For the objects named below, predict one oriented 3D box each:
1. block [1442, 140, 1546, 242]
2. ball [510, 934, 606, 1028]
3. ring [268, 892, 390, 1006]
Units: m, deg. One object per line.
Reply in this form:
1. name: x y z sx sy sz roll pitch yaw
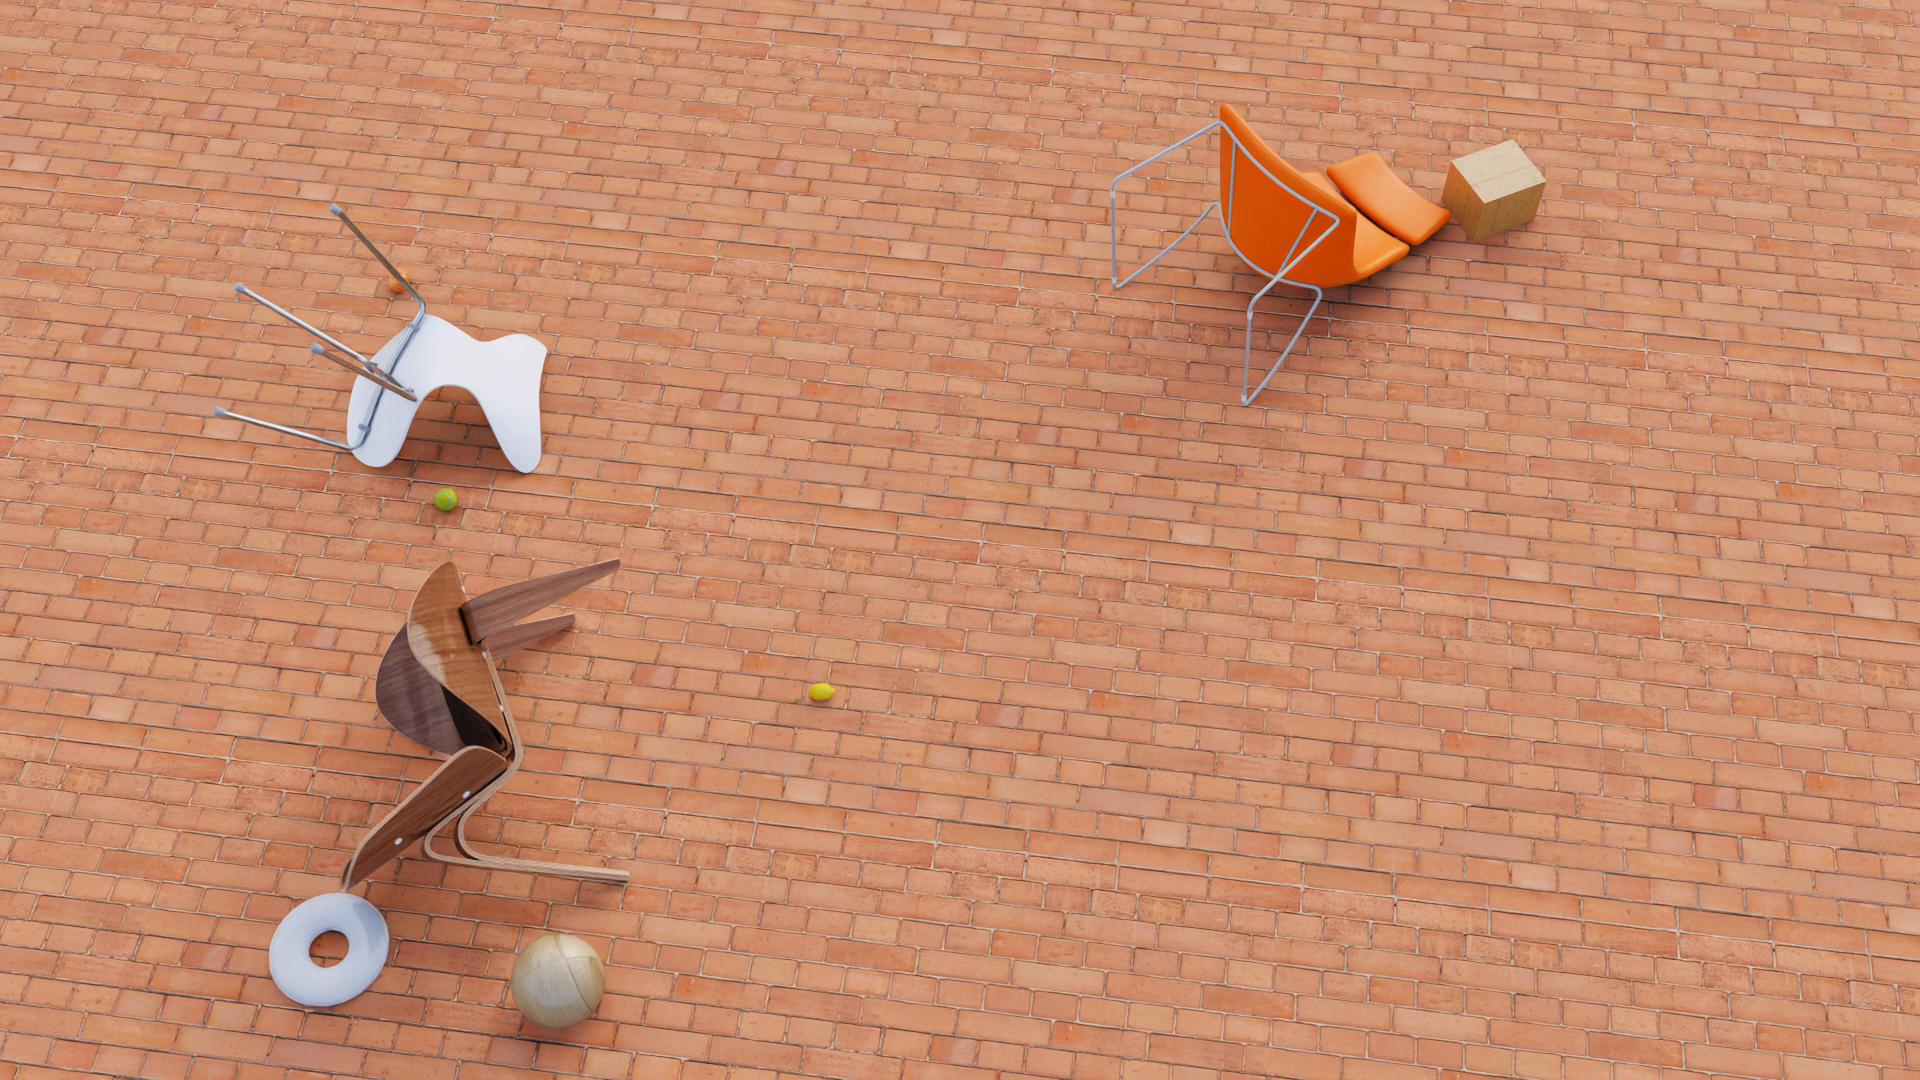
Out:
1. block: 1.754 -1.150 7.234 0.236 0.185 0.204 -21 59 -13
2. ball: -1.036 1.136 5.666 0.242 0.242 0.242 0 56 0
3. ring: -1.670 1.082 5.821 0.315 0.045 0.322 0 56 0
